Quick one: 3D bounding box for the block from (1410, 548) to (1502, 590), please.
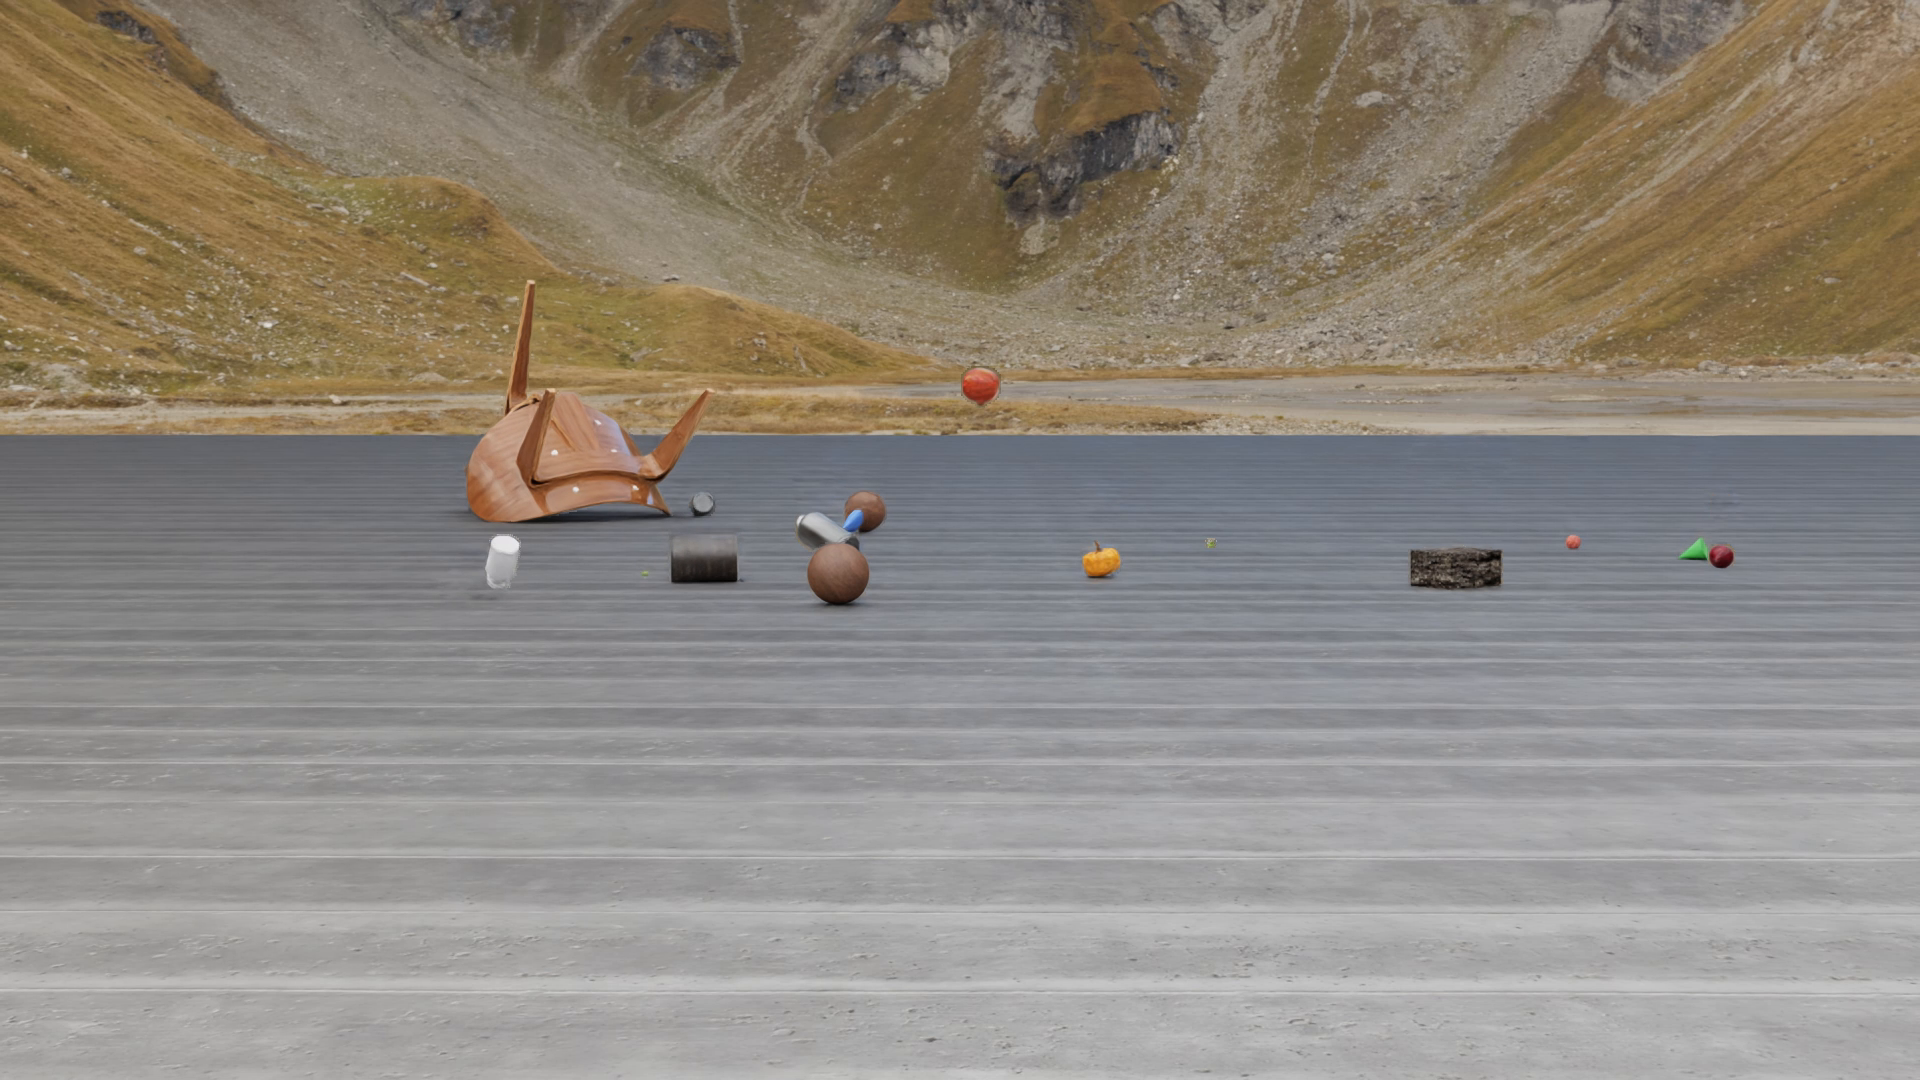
[{"bbox_3d":[1.133,0.064,5.023,0.168,0.081,0.122,-3,5,-35],"label":"block"}]

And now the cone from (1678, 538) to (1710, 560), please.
[{"bbox_3d":[1.930,0.036,5.808,0.076,0.062,0.100,-23,-1,24],"label":"cone"}]
